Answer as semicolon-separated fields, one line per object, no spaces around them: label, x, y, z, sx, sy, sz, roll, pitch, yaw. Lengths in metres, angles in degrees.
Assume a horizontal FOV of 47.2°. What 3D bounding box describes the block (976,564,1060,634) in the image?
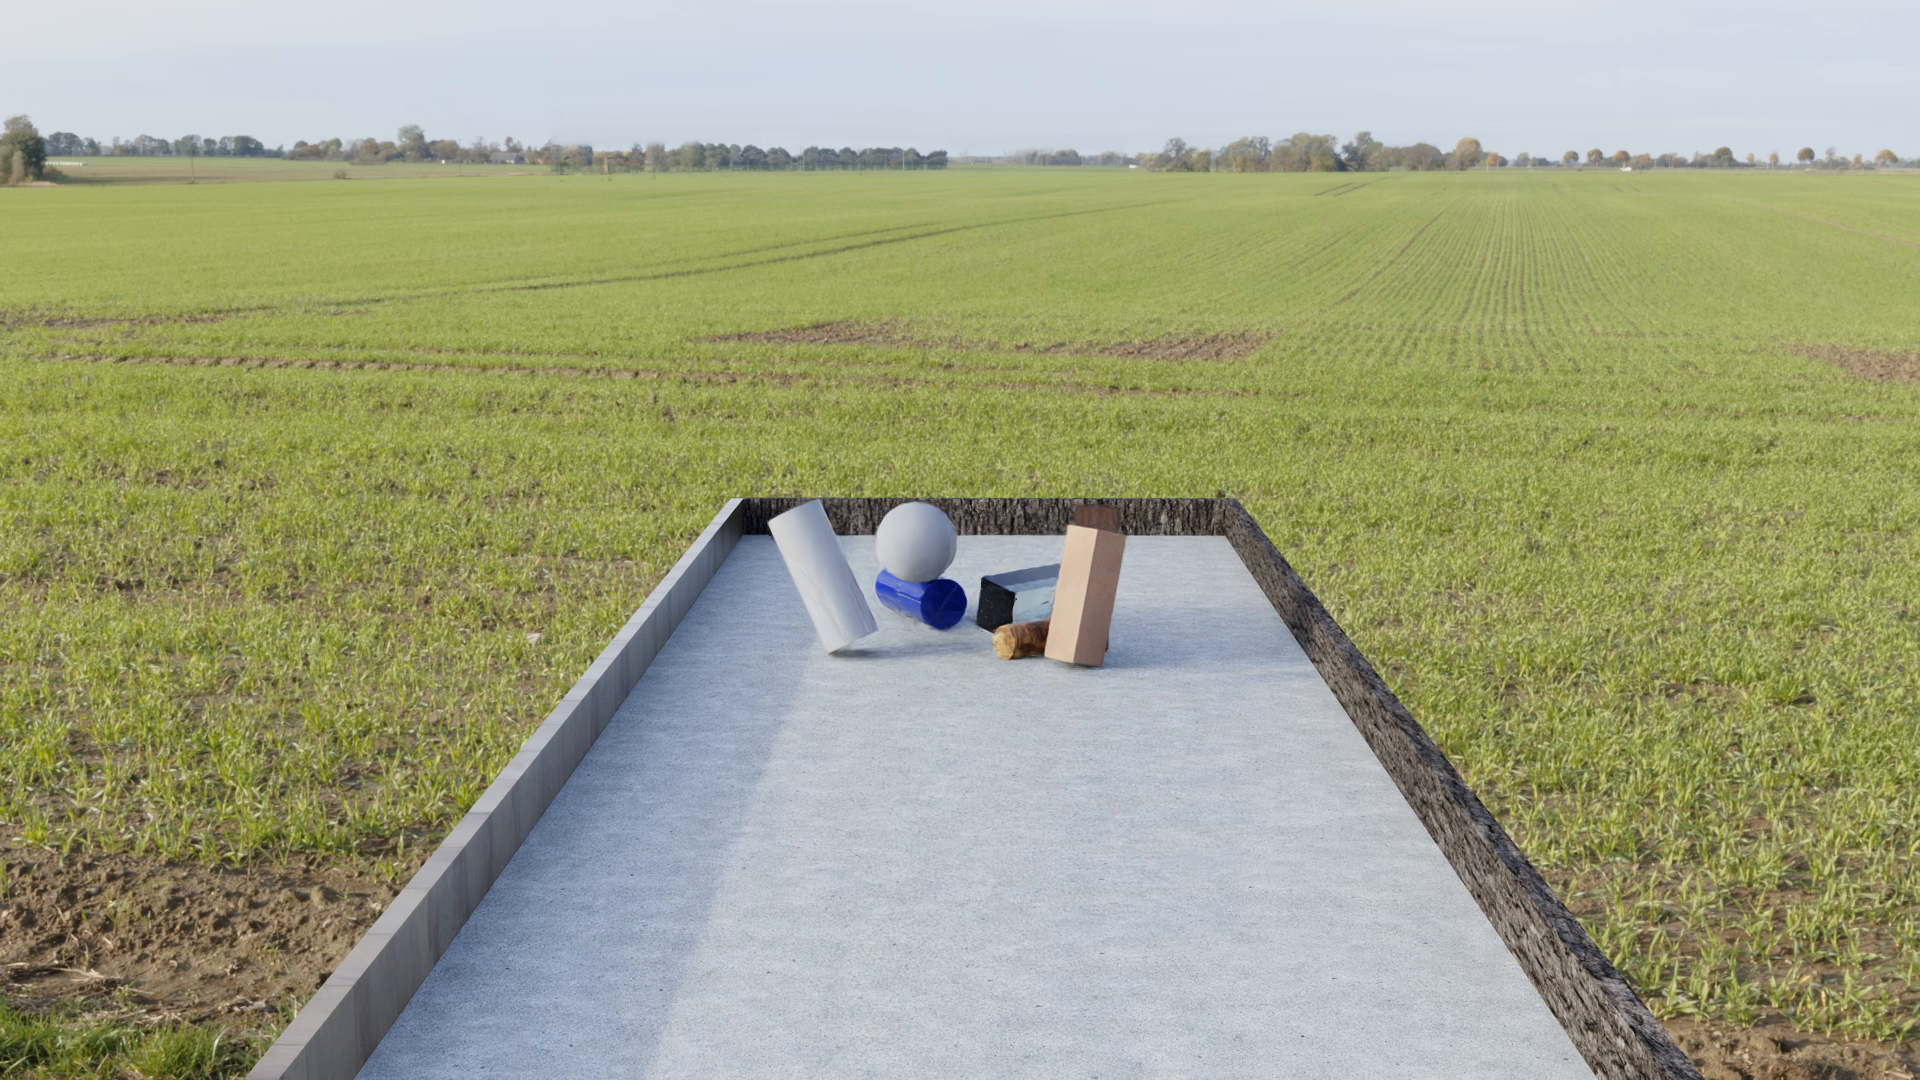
block;0.248;0.200;7.105;0.352;0.166;0.166;-9;23;-39

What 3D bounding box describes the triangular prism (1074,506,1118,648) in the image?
triangular prism;0.423;0.124;6.773;0.141;0.440;0.122;2;-9;23

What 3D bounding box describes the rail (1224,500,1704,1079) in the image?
rail;1.046;0.843;3.208;0.050;0.150;12.000;0;9;1

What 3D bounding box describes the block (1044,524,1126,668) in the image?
block;0.376;0.168;6.604;0.126;0.403;0.126;10;0;-41

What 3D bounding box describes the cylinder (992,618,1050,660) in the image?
cylinder;0.257;0.297;6.797;0.315;0.106;0.106;-7;11;-38

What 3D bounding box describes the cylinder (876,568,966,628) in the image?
cylinder;-0.134;0.182;7.330;0.165;0.165;0.372;-4;10;-25

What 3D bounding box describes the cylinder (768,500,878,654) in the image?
cylinder;-0.421;0.113;6.774;0.176;0.445;0.176;-25;-3;-1

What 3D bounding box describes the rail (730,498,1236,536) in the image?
rail;0.099;-0.098;9.147;2.100;0.150;0.050;0;9;1

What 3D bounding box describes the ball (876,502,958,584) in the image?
ball;-0.140;0.008;7.144;0.264;0.264;0.264;0;9;0

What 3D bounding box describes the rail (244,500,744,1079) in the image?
rail;-1.004;0.839;3.234;0.050;0.150;12.000;0;9;1
